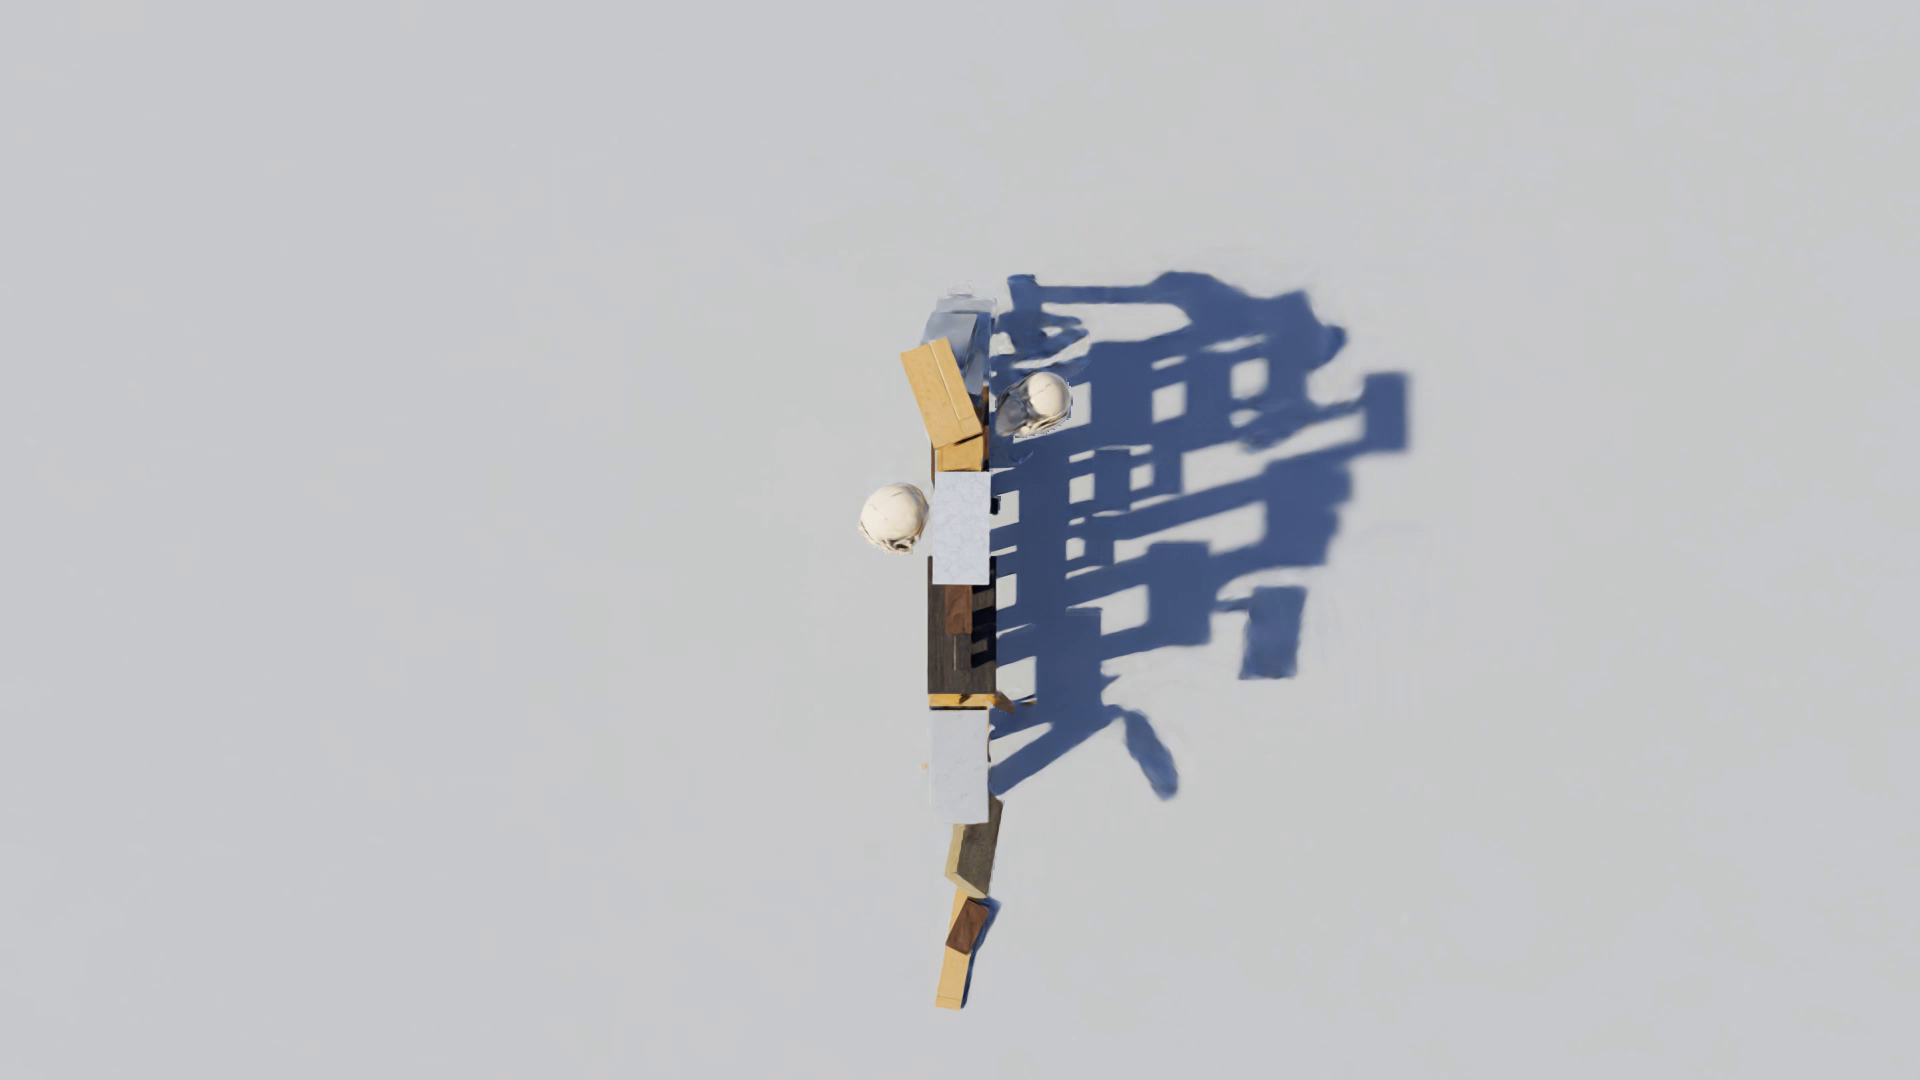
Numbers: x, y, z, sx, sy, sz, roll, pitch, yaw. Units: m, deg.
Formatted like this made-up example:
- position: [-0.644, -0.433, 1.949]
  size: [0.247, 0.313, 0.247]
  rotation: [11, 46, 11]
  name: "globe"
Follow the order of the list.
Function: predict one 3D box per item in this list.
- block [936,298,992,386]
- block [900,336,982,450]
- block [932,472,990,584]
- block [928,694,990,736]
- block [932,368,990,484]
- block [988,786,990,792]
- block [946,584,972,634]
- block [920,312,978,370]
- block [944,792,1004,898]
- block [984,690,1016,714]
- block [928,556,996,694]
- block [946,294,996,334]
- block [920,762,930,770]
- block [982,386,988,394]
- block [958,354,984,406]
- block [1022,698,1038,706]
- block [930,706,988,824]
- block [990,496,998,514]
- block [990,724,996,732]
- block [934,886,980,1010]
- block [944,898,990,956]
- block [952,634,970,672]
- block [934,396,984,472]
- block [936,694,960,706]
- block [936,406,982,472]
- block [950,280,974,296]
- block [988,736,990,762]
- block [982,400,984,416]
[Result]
- position: [0.006, -0.558, 4.630]
  size: [0.157, 0.045, 0.315]
  rotation: [2, 48, 1]
  name: "block"
- position: [-0.050, -0.378, 4.262]
  size: [0.131, 0.037, 0.262]
  rotation: [-21, 87, 0]
  name: "block"
- position: [0.004, -0.029, 3.999]
  size: [0.136, 0.039, 0.272]
  rotation: [1, 90, -1]
  name: "block"
- position: [-0.003, 0.385, 4.724]
  size: [0.173, 0.049, 0.346]
  rotation: [0, 89, 0]
  name: "block"
- position: [0.002, -0.341, 4.931]
  size: [0.171, 0.049, 0.343]
  rotation: [0, 90, 0]
  name: "block"
- position: [0.011, 0.788, 5.243]
  size: [0.154, 0.524, 0.044]
  rotation: [-13, 72, 0]
  name: "block"
- position: [-0.003, 0.168, 4.148]
  size: [0.067, 0.019, 0.133]
  rotation: [0, 90, 0]
  name: "block"
- position: [-0.034, -0.549, 4.520]
  size: [0.131, 0.262, 0.037]
  rotation: [5, 123, 6]
  name: "block"
- position: [0.043, 0.882, 4.870]
  size: [0.044, 0.309, 0.154]
  rotation: [-18, 134, 34]
  name: "block"
- position: [0.107, 0.446, 4.636]
  size: [0.066, 0.132, 0.019]
  rotation: [23, 97, -21]
  name: "block"
- position: [0.005, 0.221, 4.317]
  size: [0.179, 0.051, 0.358]
  rotation: [0, 90, 0]
  name: "block"
- position: [0.027, -0.689, 5.004]
  size: [0.157, 0.529, 0.045]
  rotation: [5, 105, 1]
  name: "block"
- position: [-0.033, 0.697, 5.084]
  size: [0.085, 0.169, 0.024]
  rotation: [-6, 81, 43]
  name: "block"
- position: [-0.001, -0.458, 4.749]
  size: [0.157, 0.315, 0.045]
  rotation: [1, 90, 0]
  name: "block"
- position: [-0.006, -0.429, 4.403]
  size: [0.131, 0.262, 0.037]
  rotation: [1, 119, 1]
  name: "block"
- position: [0.223, 0.521, 5.285]
  size: [0.046, 0.093, 0.013]
  rotation: [-9, 89, 6]
  name: "block"
- position: [-0.003, 0.599, 4.390]
  size: [0.154, 0.044, 0.309]
  rotation: [0, 99, -1]
  name: "block"
- position: [0.016, -0.096, 4.386]
  size: [0.136, 0.734, 0.039]
  rotation: [-2, 93, -1]
  name: "block"
- position: [0.068, 0.598, 5.071]
  size: [0.093, 0.046, 0.013]
  rotation: [-37, 90, 0]
  name: "block"
- position: [0.009, 1.279, 5.488]
  size: [0.085, 0.024, 0.564]
  rotation: [10, 90, 0]
  name: "block"
- position: [0.024, 1.281, 5.464]
  size: [0.085, 0.024, 0.169]
  rotation: [26, 90, 0]
  name: "block"
- position: [0.003, 0.283, 4.185]
  size: [0.049, 0.014, 0.098]
  rotation: [0, 90, 0]
  name: "block"
- position: [-0.003, -0.268, 4.623]
  size: [0.133, 0.038, 0.266]
  rotation: [1, 90, 0]
  name: "block"
- position: [-0.028, 0.423, 4.638]
  size: [0.066, 0.132, 0.019]
  rotation: [16, 57, 0]
  name: "block"
- position: [-0.001, -0.247, 4.346]
  size: [0.120, 0.034, 0.239]
  rotation: [1, 90, 0]
  name: "block"
- position: [0.010, -0.757, 5.279]
  size: [0.074, 0.021, 0.148]
  rotation: [-6, 82, -1]
  name: "block"
- position: [0.003, 0.509, 5.119]
  size: [0.177, 0.050, 0.354]
  rotation: [-1, 90, 0]
  name: "block"
- position: [0.006, -0.357, 4.484]
  size: [0.120, 0.239, 0.034]
  rotation: [0, 92, 0]
  name: "block"
